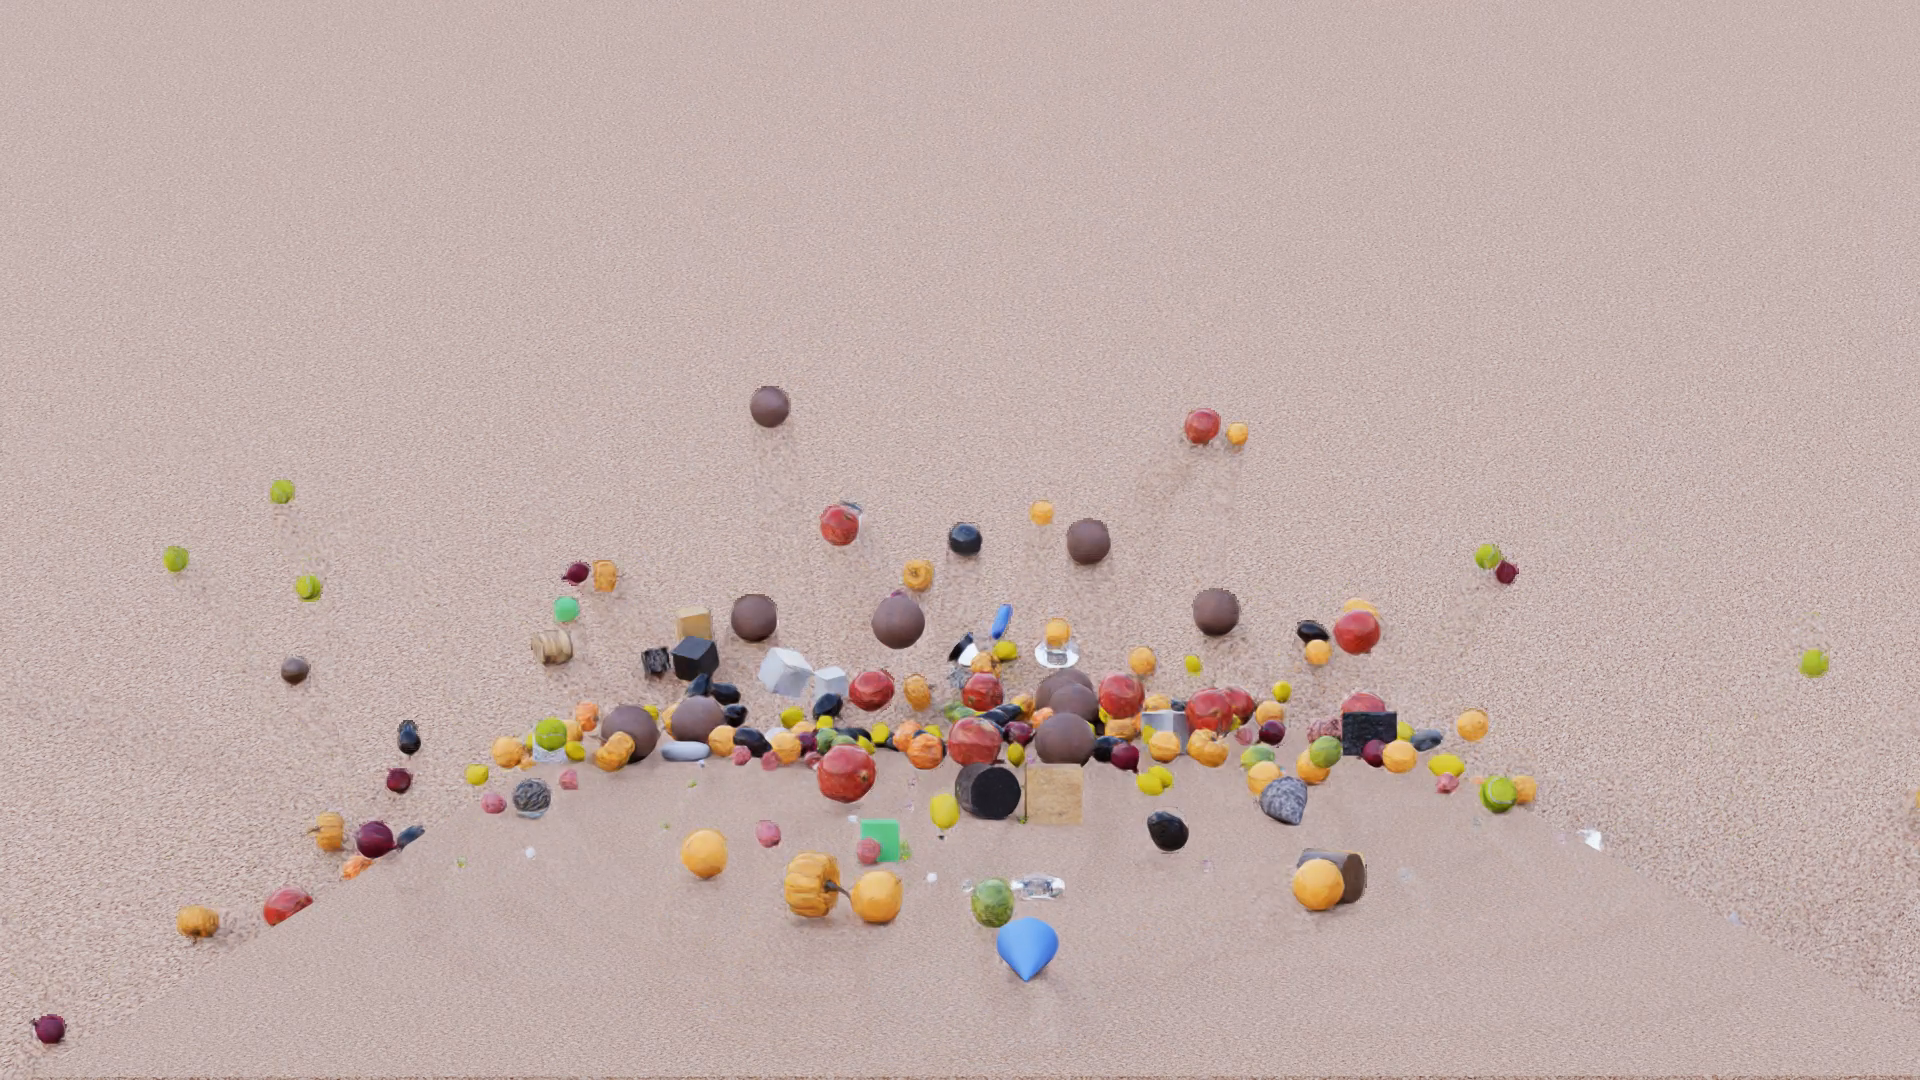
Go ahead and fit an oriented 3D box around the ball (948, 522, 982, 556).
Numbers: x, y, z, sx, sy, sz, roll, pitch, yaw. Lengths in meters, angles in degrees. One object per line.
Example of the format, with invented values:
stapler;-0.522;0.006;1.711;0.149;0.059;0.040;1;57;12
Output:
ball;0.017;-0.001;7.610;0.099;0.099;0.099;0;28;0

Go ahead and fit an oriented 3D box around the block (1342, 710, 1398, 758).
block;0.943;0.446;5.939;0.097;0.097;0.097;0;1;30

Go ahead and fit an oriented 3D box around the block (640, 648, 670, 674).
block;-0.826;0.327;7.005;0.060;0.060;0.060;-11;-3;-21

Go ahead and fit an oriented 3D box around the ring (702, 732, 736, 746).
ring;-0.575;0.478;6.175;0.084;0.028;0.084;0;2;0

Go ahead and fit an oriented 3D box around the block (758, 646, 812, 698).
block;-0.442;0.335;6.527;0.086;0.086;0.086;14;21;-38

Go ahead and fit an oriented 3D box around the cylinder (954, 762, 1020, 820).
cylinder;0.050;0.462;4.762;0.097;0.097;0.097;-10;4;-18

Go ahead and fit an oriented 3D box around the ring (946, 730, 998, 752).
ring;0.028;0.472;6.077;0.124;0.041;0.124;-1;1;0

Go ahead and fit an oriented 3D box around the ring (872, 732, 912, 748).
ring;-0.159;0.475;6.152;0.098;0.033;0.098;-3;-2;0

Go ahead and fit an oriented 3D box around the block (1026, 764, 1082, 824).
block;0.171;0.462;4.718;0.099;0.099;0.099;0;1;0

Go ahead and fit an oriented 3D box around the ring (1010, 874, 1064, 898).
ring;0.114;0.510;3.808;0.080;0.027;0.080;-1;1;0

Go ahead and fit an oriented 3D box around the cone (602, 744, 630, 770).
cone;-0.763;0.484;5.616;0.067;0.067;0.067;11;10;20

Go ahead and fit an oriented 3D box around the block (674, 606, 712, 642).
block;-0.738;0.237;7.154;0.080;0.080;0.080;-11;15;-19

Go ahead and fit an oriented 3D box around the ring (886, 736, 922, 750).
ring;-0.131;0.479;6.067;0.087;0.029;0.087;1;1;0

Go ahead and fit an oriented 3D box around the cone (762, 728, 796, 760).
cone;-0.412;0.468;5.771;0.078;0.078;0.078;4;14;8

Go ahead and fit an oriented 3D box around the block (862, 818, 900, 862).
block;-0.129;0.488;4.203;0.061;0.061;0.061;0;1;-2

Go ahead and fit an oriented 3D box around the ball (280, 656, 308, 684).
ball;-1.796;0.351;6.967;0.075;0.075;0.075;0;28;0

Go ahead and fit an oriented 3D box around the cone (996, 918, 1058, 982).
cone;0.082;0.515;3.151;0.077;0.077;0.077;1;27;2

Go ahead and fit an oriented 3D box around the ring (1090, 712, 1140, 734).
ring;0.401;0.462;6.512;0.150;0.050;0.150;0;-1;0

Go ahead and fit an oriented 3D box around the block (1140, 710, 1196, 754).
block;0.486;0.447;6.022;0.092;0.092;0.092;1;1;41

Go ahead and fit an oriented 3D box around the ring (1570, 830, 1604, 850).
ring;1.496;0.738;6.234;0.118;0.039;0.118;-25;13;6

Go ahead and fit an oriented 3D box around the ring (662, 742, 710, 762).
ring;-0.620;0.478;5.840;0.111;0.037;0.111;1;1;0

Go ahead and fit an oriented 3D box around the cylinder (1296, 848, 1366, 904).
cylinder;0.538;0.487;3.749;0.073;0.073;0.073;1;23;37

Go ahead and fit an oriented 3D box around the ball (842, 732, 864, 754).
ball;-0.248;0.469;5.954;0.051;0.051;0.051;0;28;0

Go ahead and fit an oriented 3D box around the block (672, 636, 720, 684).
block;-0.716;0.324;6.991;0.085;0.085;0.085;12;39;25

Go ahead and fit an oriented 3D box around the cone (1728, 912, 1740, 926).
cone;1.778;0.897;5.981;0.057;0.057;0.057;-24;25;13

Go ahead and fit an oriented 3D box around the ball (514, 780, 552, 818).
ball;-0.787;0.476;4.758;0.070;0.070;0.070;0;28;0

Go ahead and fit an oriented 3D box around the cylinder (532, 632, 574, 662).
cylinder;-1.111;0.292;7.054;0.083;0.083;0.083;-2;25;-33

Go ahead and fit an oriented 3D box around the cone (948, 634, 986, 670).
cone;0.034;0.323;7.053;0.096;0.096;0.096;39;40;13

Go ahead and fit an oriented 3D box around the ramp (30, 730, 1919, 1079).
ramp;0.063;0.563;4.601;2.000;0.100;4.000;0;1;0

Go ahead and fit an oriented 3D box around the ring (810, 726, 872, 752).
ring;-0.281;0.468;6.081;0.149;0.050;0.149;-1;1;0

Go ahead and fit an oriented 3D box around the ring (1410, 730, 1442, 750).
ring;1.054;0.453;5.849;0.075;0.075;0.025;-6;58;-11

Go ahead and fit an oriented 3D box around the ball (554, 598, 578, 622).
ball;-1.107;0.197;7.266;0.070;0.070;0.070;0;28;0

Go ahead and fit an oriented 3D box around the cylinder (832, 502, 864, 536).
cylinder;-0.335;-0.064;7.716;0.076;0.076;0.076;12;73;22

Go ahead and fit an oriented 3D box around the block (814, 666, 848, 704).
block;-0.344;0.386;6.901;0.066;0.066;0.066;-16;24;-27

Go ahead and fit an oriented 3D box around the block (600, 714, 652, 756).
block;-0.770;0.449;5.940;0.091;0.091;0.091;0;1;-28

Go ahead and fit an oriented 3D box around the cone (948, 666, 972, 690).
cone;0.003;0.385;6.920;0.065;0.065;0.065;-3;53;5

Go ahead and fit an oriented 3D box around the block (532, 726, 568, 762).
block;-0.923;0.459;5.814;0.076;0.076;0.076;0;1;-7

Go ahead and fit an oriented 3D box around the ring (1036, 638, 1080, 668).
ring;0.267;0.310;7.083;0.123;0.041;0.123;1;29;0
